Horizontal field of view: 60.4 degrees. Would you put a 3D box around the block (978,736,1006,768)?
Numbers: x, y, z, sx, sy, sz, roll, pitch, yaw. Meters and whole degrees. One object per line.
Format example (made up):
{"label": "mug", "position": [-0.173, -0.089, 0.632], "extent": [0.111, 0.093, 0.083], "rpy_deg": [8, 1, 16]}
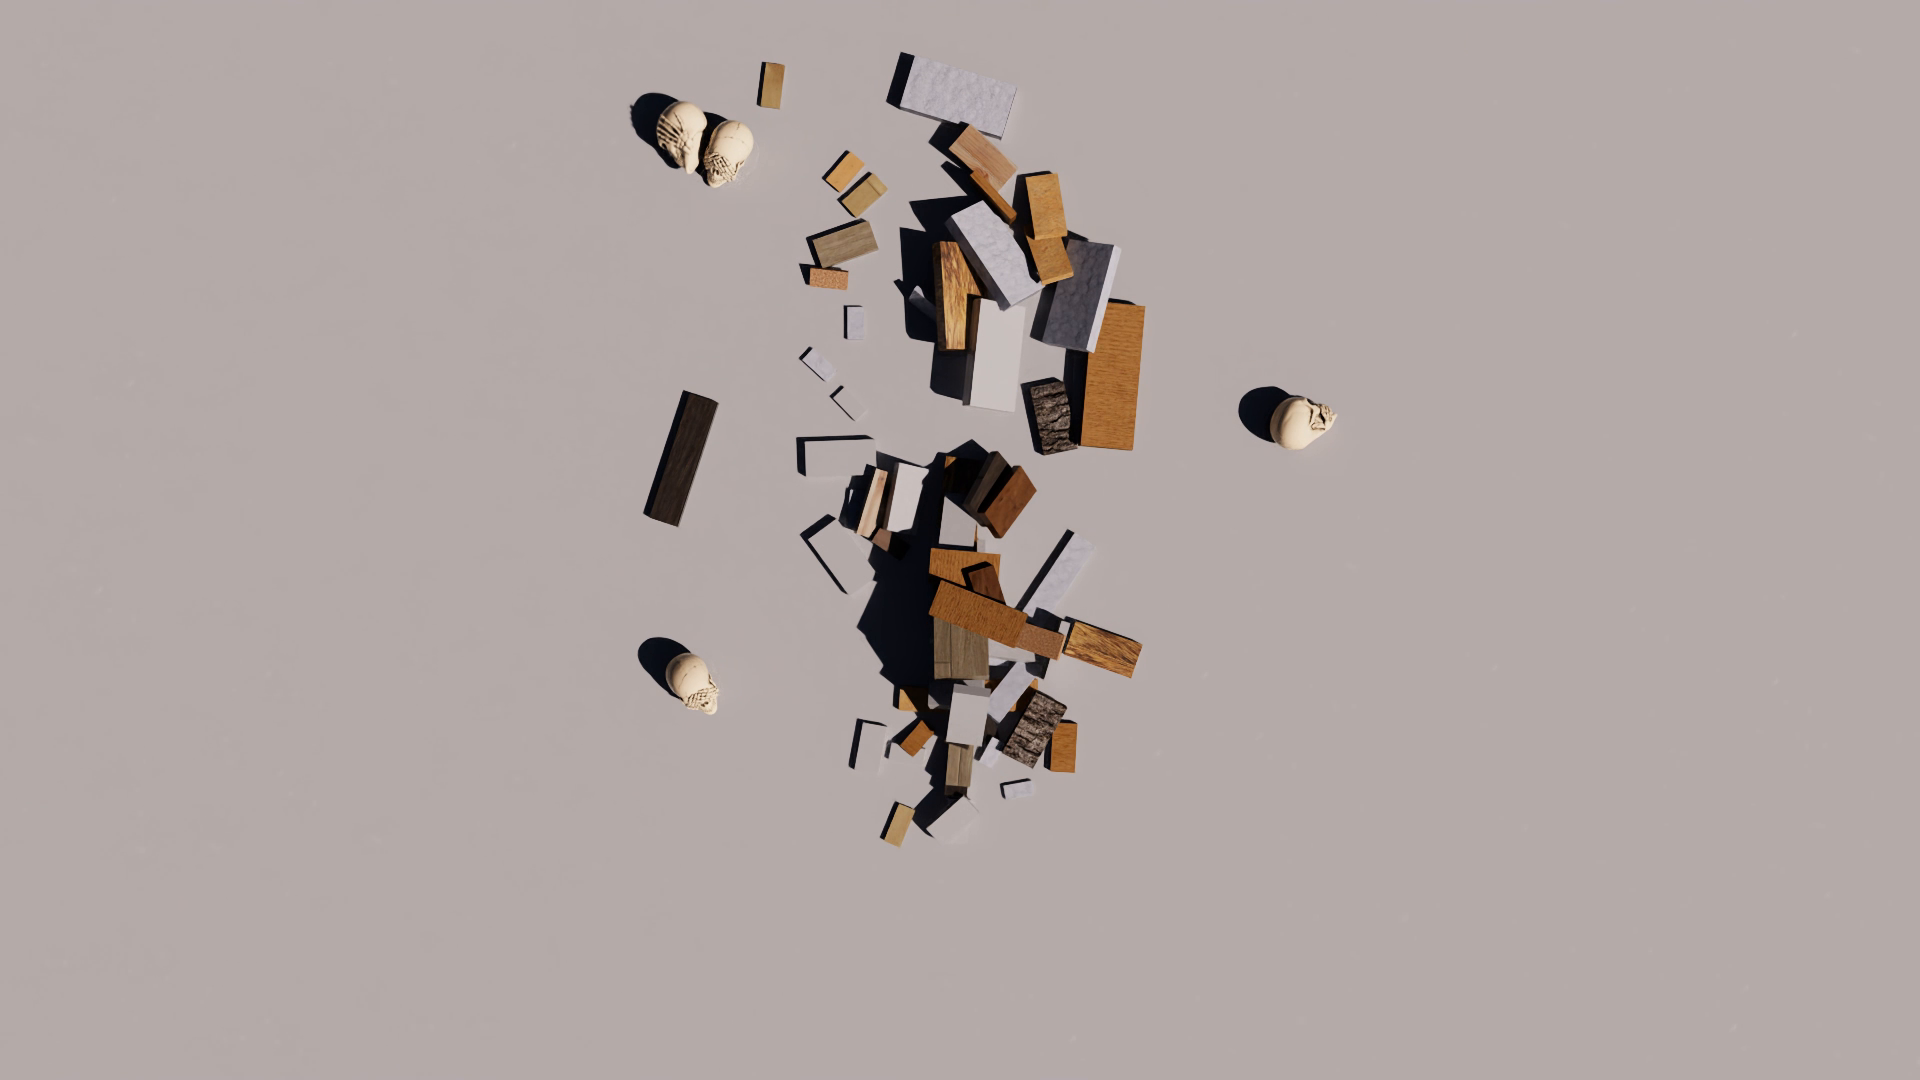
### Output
{"label": "block", "position": [0.106, 0.705, 5.484], "extent": [0.048, 0.014, 0.096], "rpy_deg": [27, 97, -7]}

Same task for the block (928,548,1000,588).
{"label": "block", "position": [0.015, 0.093, 5.332], "extent": [0.225, 0.032, 0.113], "rpy_deg": [5, 85, 1]}

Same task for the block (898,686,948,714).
{"label": "block", "position": [-0.119, 0.530, 5.488], "extent": [0.163, 0.023, 0.081], "rpy_deg": [3, 90, 0]}

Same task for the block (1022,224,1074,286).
{"label": "block", "position": [0.291, -0.954, 5.450], "extent": [0.107, 0.030, 0.214], "rpy_deg": [-17, 71, 0]}

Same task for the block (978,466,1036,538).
{"label": "block", "position": [0.156, -0.125, 5.404], "extent": [0.229, 0.032, 0.114], "rpy_deg": [-53, 124, -29]}

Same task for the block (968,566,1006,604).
{"label": "block", "position": [0.093, 0.175, 5.295], "extent": [0.085, 0.024, 0.170], "rpy_deg": [-18, 85, -1]}

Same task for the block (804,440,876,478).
{"label": "block", "position": [-0.395, -0.272, 5.483], "extent": [0.234, 0.033, 0.117], "rpy_deg": [-2, 90, 0]}

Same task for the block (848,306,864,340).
{"label": "block", "position": [-0.347, -0.721, 5.492], "extent": [0.054, 0.015, 0.108], "rpy_deg": [0, 90, 0]}

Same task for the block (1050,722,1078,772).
{"label": "block", "position": [0.345, 0.690, 5.488], "extent": [0.081, 0.023, 0.163], "rpy_deg": [3, 90, 0]}

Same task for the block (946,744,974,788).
{"label": "block", "position": [0.000, 0.732, 5.459], "extent": [0.082, 0.023, 0.165], "rpy_deg": [5, 76, 0]}

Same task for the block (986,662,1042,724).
{"label": "block", "position": [0.169, 0.489, 5.433], "extent": [0.079, 0.022, 0.243], "rpy_deg": [38, 67, 6]}

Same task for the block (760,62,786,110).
{"label": "block", "position": [-0.623, -1.511, 5.491], "extent": [0.063, 0.018, 0.145], "rpy_deg": [7, 90, 0]}

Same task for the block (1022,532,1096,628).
{"label": "block", "position": [0.325, 0.136, 5.488], "extent": [0.085, 0.024, 0.329], "rpy_deg": [34, 90, 0]}

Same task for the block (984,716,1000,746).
{"label": "block", "position": [0.098, 0.630, 5.493], "extent": [0.048, 0.014, 0.096], "rpy_deg": [-15, 90, 0]}

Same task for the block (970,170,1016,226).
{"label": "block", "position": [0.109, -1.131, 5.450], "extent": [0.028, 0.099, 0.197], "rpy_deg": [-43, 90, -2]}

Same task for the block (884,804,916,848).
{"label": "block", "position": [-0.201, 0.950, 5.492], "extent": [0.058, 0.016, 0.134], "rpy_deg": [22, 90, 0]}

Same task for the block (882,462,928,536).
{"label": "block", "position": [-0.180, -0.135, 5.454], "extent": [0.112, 0.032, 0.225], "rpy_deg": [12, 88, -31]}

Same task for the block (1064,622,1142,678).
{"label": "block", "position": [0.476, 0.364, 5.483], "extent": [0.236, 0.033, 0.118], "rpy_deg": [20, 90, 0]}

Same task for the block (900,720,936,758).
{"label": "block", "position": [-0.139, 0.659, 5.481], "extent": [0.058, 0.016, 0.116], "rpy_deg": [41, 81, 5]}

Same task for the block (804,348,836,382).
{"label": "block", "position": [-0.467, -0.582, 5.492], "extent": [0.108, 0.015, 0.054], "rpy_deg": [42, 90, 0]}

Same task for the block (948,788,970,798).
{"label": "block", "position": [-0.003, 0.876, 5.489], "extent": [0.075, 0.021, 0.149], "rpy_deg": [1, 90, 0]}

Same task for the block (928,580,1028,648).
{"label": "block", "position": [0.058, 0.236, 5.263], "extent": [0.297, 0.033, 0.117], "rpy_deg": [21, 92, 11]}

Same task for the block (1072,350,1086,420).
{"label": "block", "position": [0.409, -0.532, 5.488], "extent": [0.062, 0.017, 0.258], "rpy_deg": [2, 90, -5]}

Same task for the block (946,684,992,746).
{"label": "block", "position": [0.026, 0.567, 5.325], "extent": [0.118, 0.285, 0.033], "rpy_deg": [8, 50, 0]}

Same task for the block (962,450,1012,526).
{"label": "block", "position": [0.098, -0.168, 5.403], "extent": [0.114, 0.032, 0.229], "rpy_deg": [48, 55, -33]}

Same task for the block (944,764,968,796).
{"label": "block", "position": [-0.008, 0.774, 5.473], "extent": [0.075, 0.021, 0.149], "rpy_deg": [5, 77, 0]}

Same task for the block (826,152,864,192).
{"label": "block", "position": [-0.382, -1.225, 5.491], "extent": [0.063, 0.018, 0.125], "rpy_deg": [41, 90, 0]}

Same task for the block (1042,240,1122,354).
{"label": "block", "position": [0.400, -0.804, 5.429], "extent": [0.176, 0.050, 0.352], "rpy_deg": [15, 90, 35]}

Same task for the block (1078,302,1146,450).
{"label": "block", "position": [0.502, -0.543, 5.464], "extent": [0.176, 0.050, 0.477], "rpy_deg": [5, 90, -6]}

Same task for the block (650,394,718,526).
{"label": "block", "position": [-0.917, -0.265, 5.486], "extent": [0.099, 0.028, 0.434], "rpy_deg": [18, 90, 0]}

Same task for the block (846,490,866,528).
{"label": "block", "position": [-0.341, -0.103, 5.491], "extent": [0.062, 0.017, 0.123], "rpy_deg": [6, 90, 0]}

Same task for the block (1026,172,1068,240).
{"label": "block", "position": [0.286, -1.104, 5.458], "extent": [0.107, 0.030, 0.214], "rpy_deg": [-8, 75, 0]}
